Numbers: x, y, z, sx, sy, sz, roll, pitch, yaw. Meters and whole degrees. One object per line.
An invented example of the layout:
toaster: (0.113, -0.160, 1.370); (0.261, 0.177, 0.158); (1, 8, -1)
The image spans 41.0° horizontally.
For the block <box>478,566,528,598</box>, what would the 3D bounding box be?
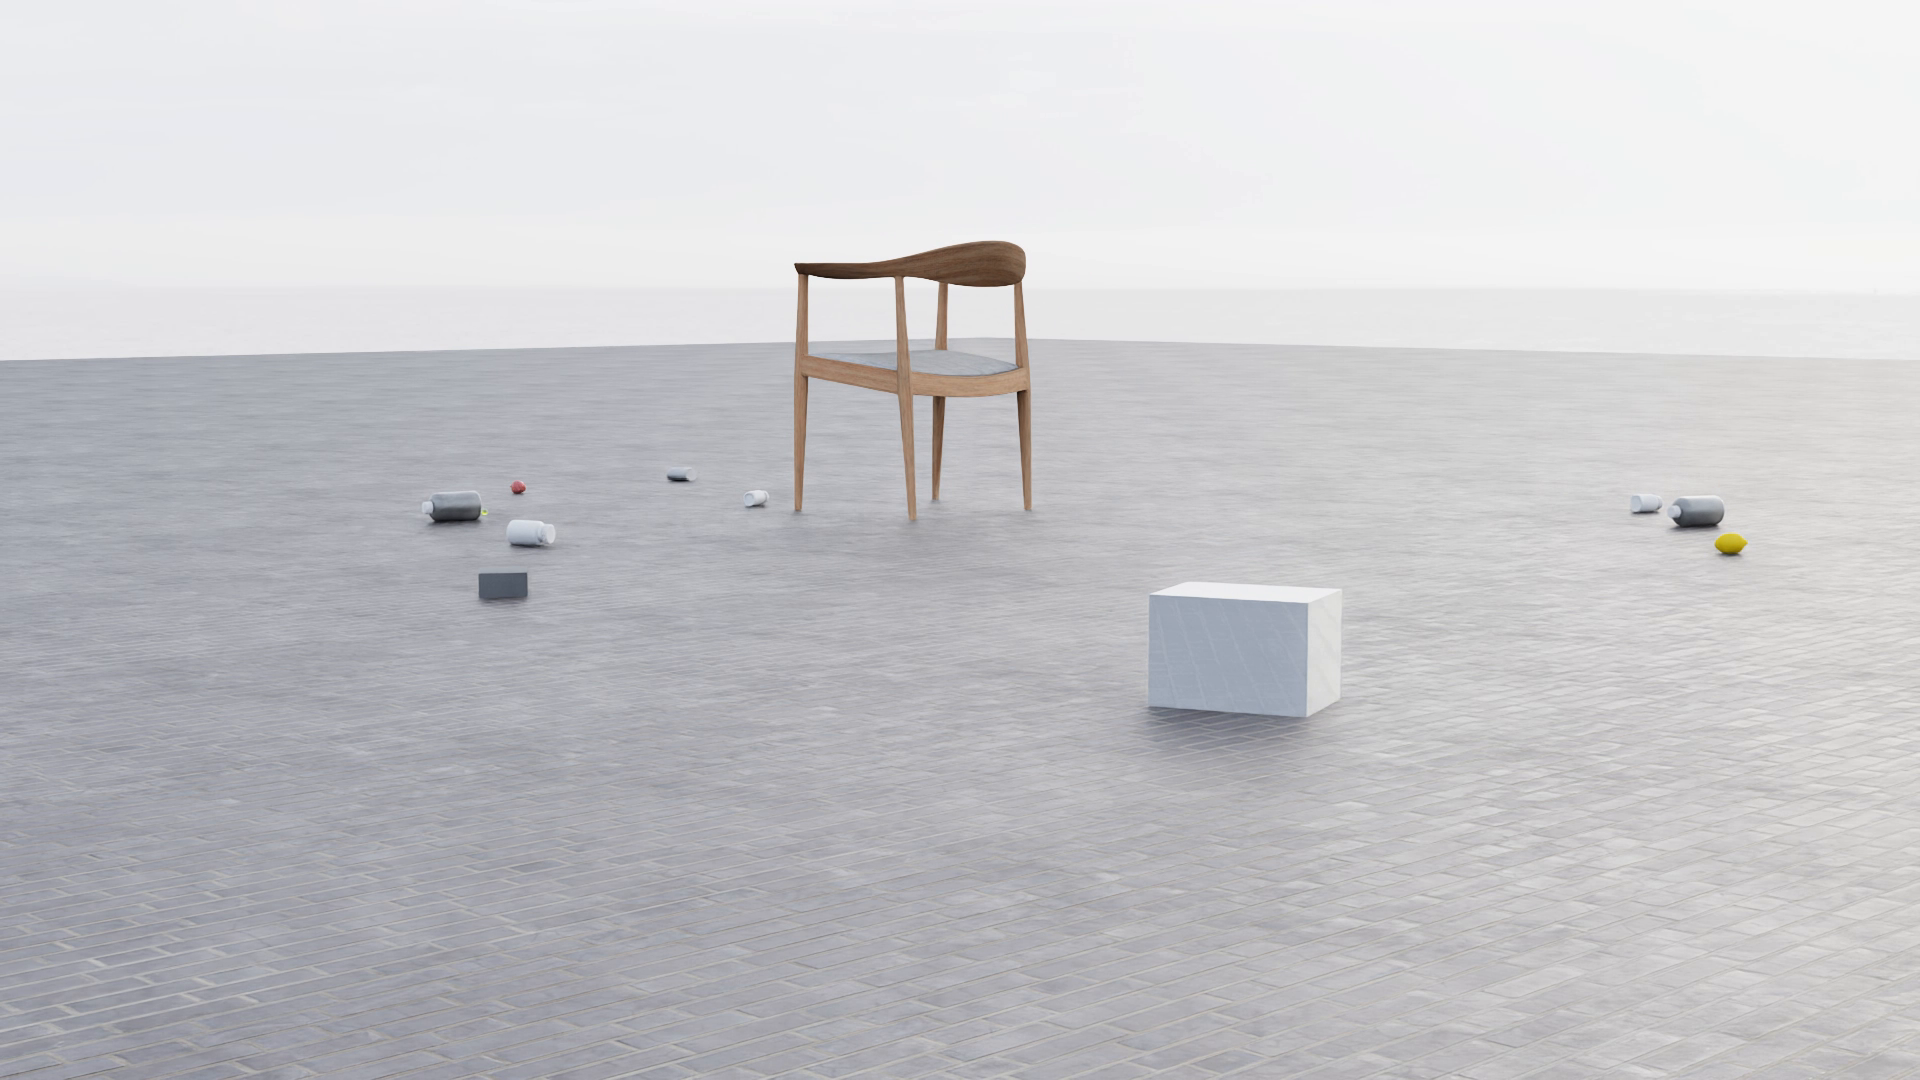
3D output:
block: (-0.948, 0.087, 5.328); (0.099, 0.050, 0.121); (-1, 6, -9)

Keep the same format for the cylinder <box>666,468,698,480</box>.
cylinder: (-0.897, -0.213, 8.283); (0.071, 0.039, 0.076); (3, 6, 25)

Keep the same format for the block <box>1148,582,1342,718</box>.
block: (0.441, 0.166, 3.960); (0.251, 0.173, 0.181); (3, 6, 24)
